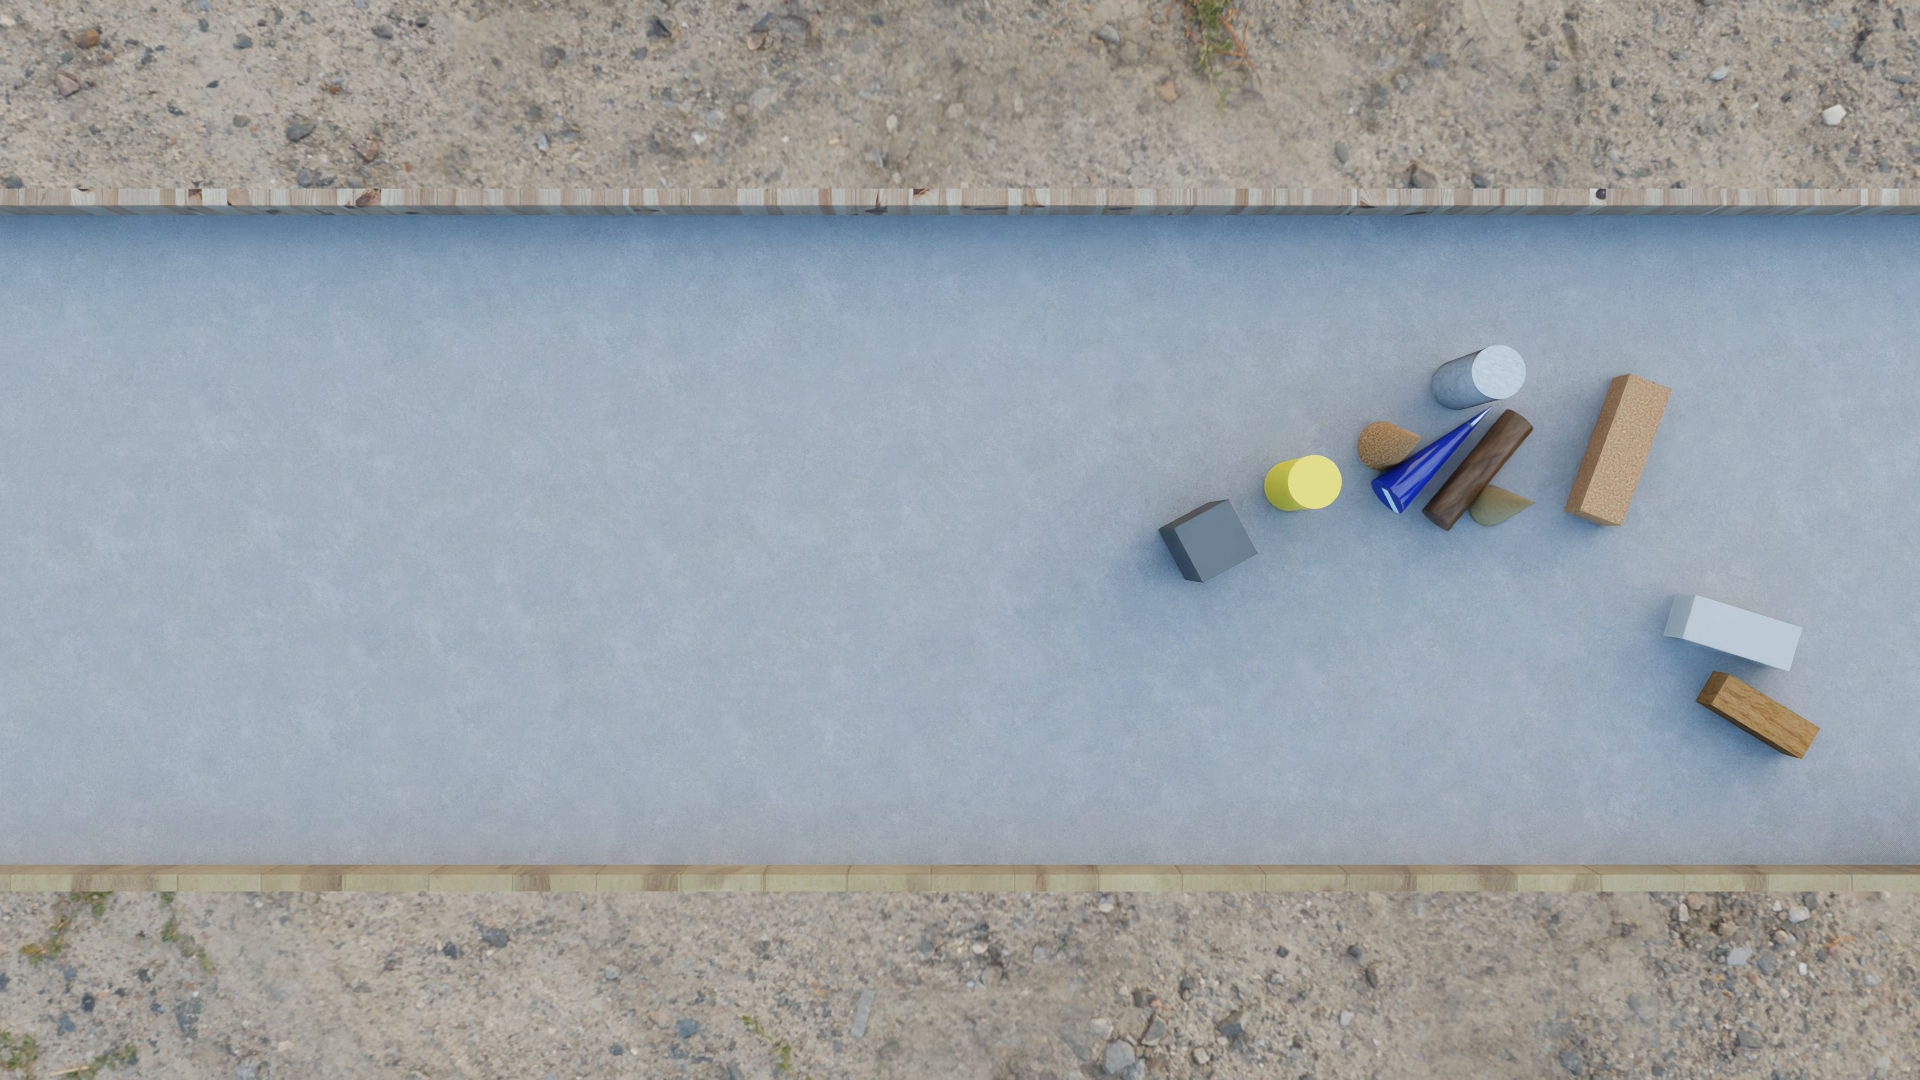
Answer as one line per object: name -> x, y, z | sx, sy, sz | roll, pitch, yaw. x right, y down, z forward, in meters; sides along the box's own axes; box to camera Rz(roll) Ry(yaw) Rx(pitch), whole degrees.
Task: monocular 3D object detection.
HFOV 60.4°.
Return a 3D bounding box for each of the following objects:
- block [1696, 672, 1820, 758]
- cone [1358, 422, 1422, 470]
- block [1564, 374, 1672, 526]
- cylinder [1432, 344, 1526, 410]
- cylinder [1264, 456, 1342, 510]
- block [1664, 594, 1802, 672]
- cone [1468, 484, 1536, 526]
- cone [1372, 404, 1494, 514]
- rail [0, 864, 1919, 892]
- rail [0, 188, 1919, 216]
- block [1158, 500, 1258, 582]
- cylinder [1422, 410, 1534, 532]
block -> 2.427, 0.531, 5.022 | 0.318, 0.109, 0.109 | 31, 90, 0
cone -> 1.299, -0.289, 4.857 | 0.153, 0.440, 0.153 | 0, 90, 0
block -> 1.997, -0.271, 5.010 | 0.133, 0.133, 0.437 | 20, 90, 0
cylinder -> 1.530, -0.477, 4.880 | 0.154, 0.394, 0.154 | 0, 90, 0
cylinder -> 1.013, -0.166, 4.892 | 0.153, 0.368, 0.153 | 0, 90, 0
block -> 2.344, 0.279, 5.008 | 0.335, 0.136, 0.136 | 17, 90, 0
cone -> 1.628, -0.106, 4.866 | 0.129, 0.421, 0.129 | 0, 90, 0
cone -> 1.472, -0.275, 5.044 | 0.455, 0.132, 0.132 | -40, 90, -8
rail -> -2.247, 1.025, 5.001 | 12.000, 0.150, 0.050 | 0, 90, 0
rail -> -2.247, -1.025, 5.002 | 12.000, 0.150, 0.050 | 0, 90, 0
block -> 0.729, 0.003, 4.886 | 0.177, 0.380, 0.177 | -28, 90, 0
cylinder -> 1.577, -0.213, 5.026 | 0.101, 0.101, 0.401 | 40, 90, 0
